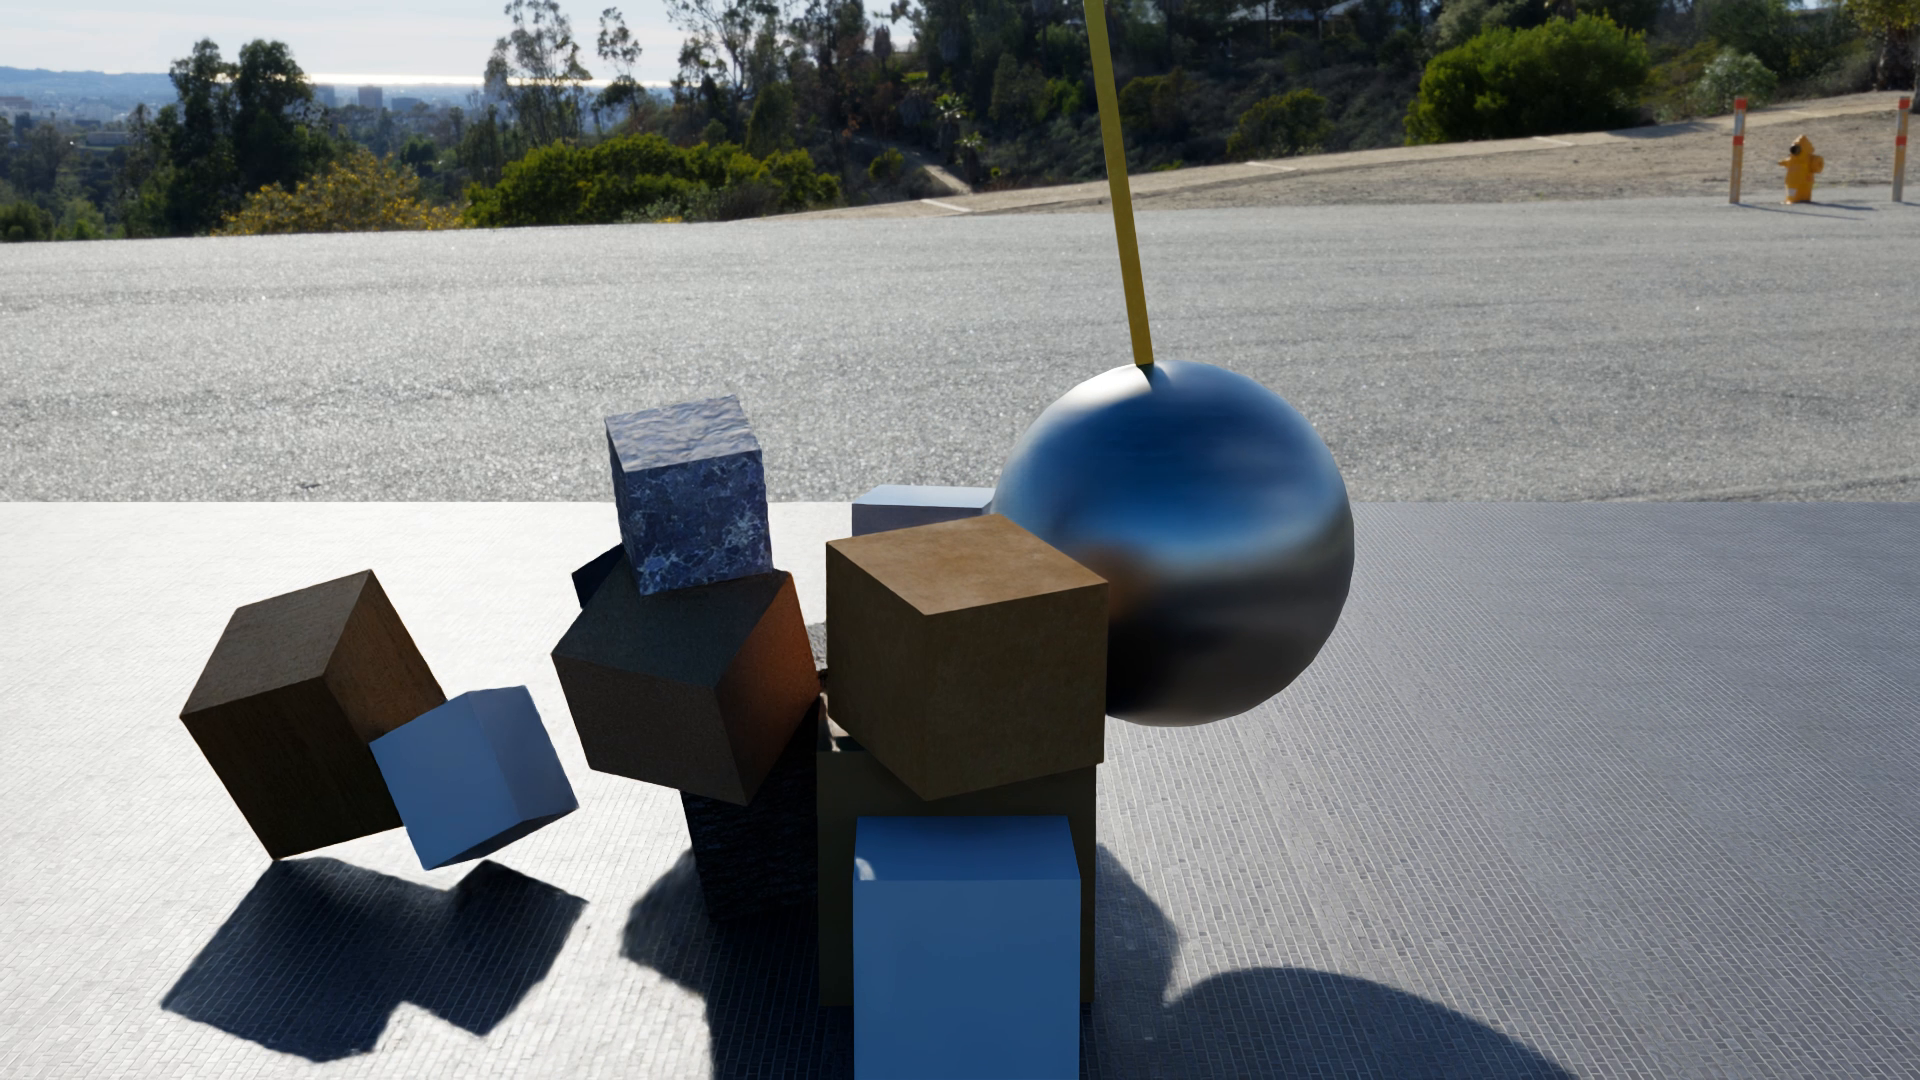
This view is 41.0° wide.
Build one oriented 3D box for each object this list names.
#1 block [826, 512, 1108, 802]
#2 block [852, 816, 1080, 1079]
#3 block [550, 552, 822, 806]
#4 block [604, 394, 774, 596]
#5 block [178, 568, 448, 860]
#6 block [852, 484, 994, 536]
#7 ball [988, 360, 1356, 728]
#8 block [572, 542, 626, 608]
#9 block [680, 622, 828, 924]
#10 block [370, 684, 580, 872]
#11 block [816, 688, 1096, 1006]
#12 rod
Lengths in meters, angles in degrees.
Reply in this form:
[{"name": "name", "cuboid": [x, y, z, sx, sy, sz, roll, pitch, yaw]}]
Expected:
[{"name": "block", "cuboid": [0.013, 0.416, 9.599, 0.741, 0.717, 0.847, -10, 22, -26]}, {"name": "block", "cuboid": [0.016, 1.478, 9.345, 0.790, 0.749, 0.785, 0, 10, -1]}, {"name": "block", "cuboid": [-1.075, 0.524, 10.200, 0.726, 0.651, 0.670, 10, 45, 23]}, {"name": "block", "cuboid": [-1.068, -0.181, 10.102, 0.530, 0.542, 0.504, -10, 30, -12]}, {"name": "block", "cuboid": [-2.892, 0.790, 11.638, 0.712, 0.857, 0.833, -16, 30, 14]}, {"name": "block", "cuboid": [-0.144, 0.084, 12.174, 0.618, 0.596, 0.572, 2, 11, 11]}, {"name": "ball", "cuboid": [0.915, 0.017, 11.183, 1.600, 1.600, 1.600, 0, 10, 0]}, {"name": "block", "cuboid": [-1.345, 0.357, 12.462, 0.692, 0.658, 0.652, -30, -28, 19]}, {"name": "block", "cuboid": [-0.794, 0.977, 11.108, 0.849, 0.951, 0.872, -13, 12, -6]}, {"name": "block", "cuboid": [-2.141, 1.046, 11.355, 0.529, 0.613, 0.563, -27, -8, 16]}, {"name": "block", "cuboid": [-0.031, 1.191, 10.211, 1.051, 1.003, 1.008, 0, 10, -2]}, {"name": "rod", "cuboid": [0.396, -3.289, 10.582, 0.080, 5.200, 0.080, -9, 10, 2]}]
